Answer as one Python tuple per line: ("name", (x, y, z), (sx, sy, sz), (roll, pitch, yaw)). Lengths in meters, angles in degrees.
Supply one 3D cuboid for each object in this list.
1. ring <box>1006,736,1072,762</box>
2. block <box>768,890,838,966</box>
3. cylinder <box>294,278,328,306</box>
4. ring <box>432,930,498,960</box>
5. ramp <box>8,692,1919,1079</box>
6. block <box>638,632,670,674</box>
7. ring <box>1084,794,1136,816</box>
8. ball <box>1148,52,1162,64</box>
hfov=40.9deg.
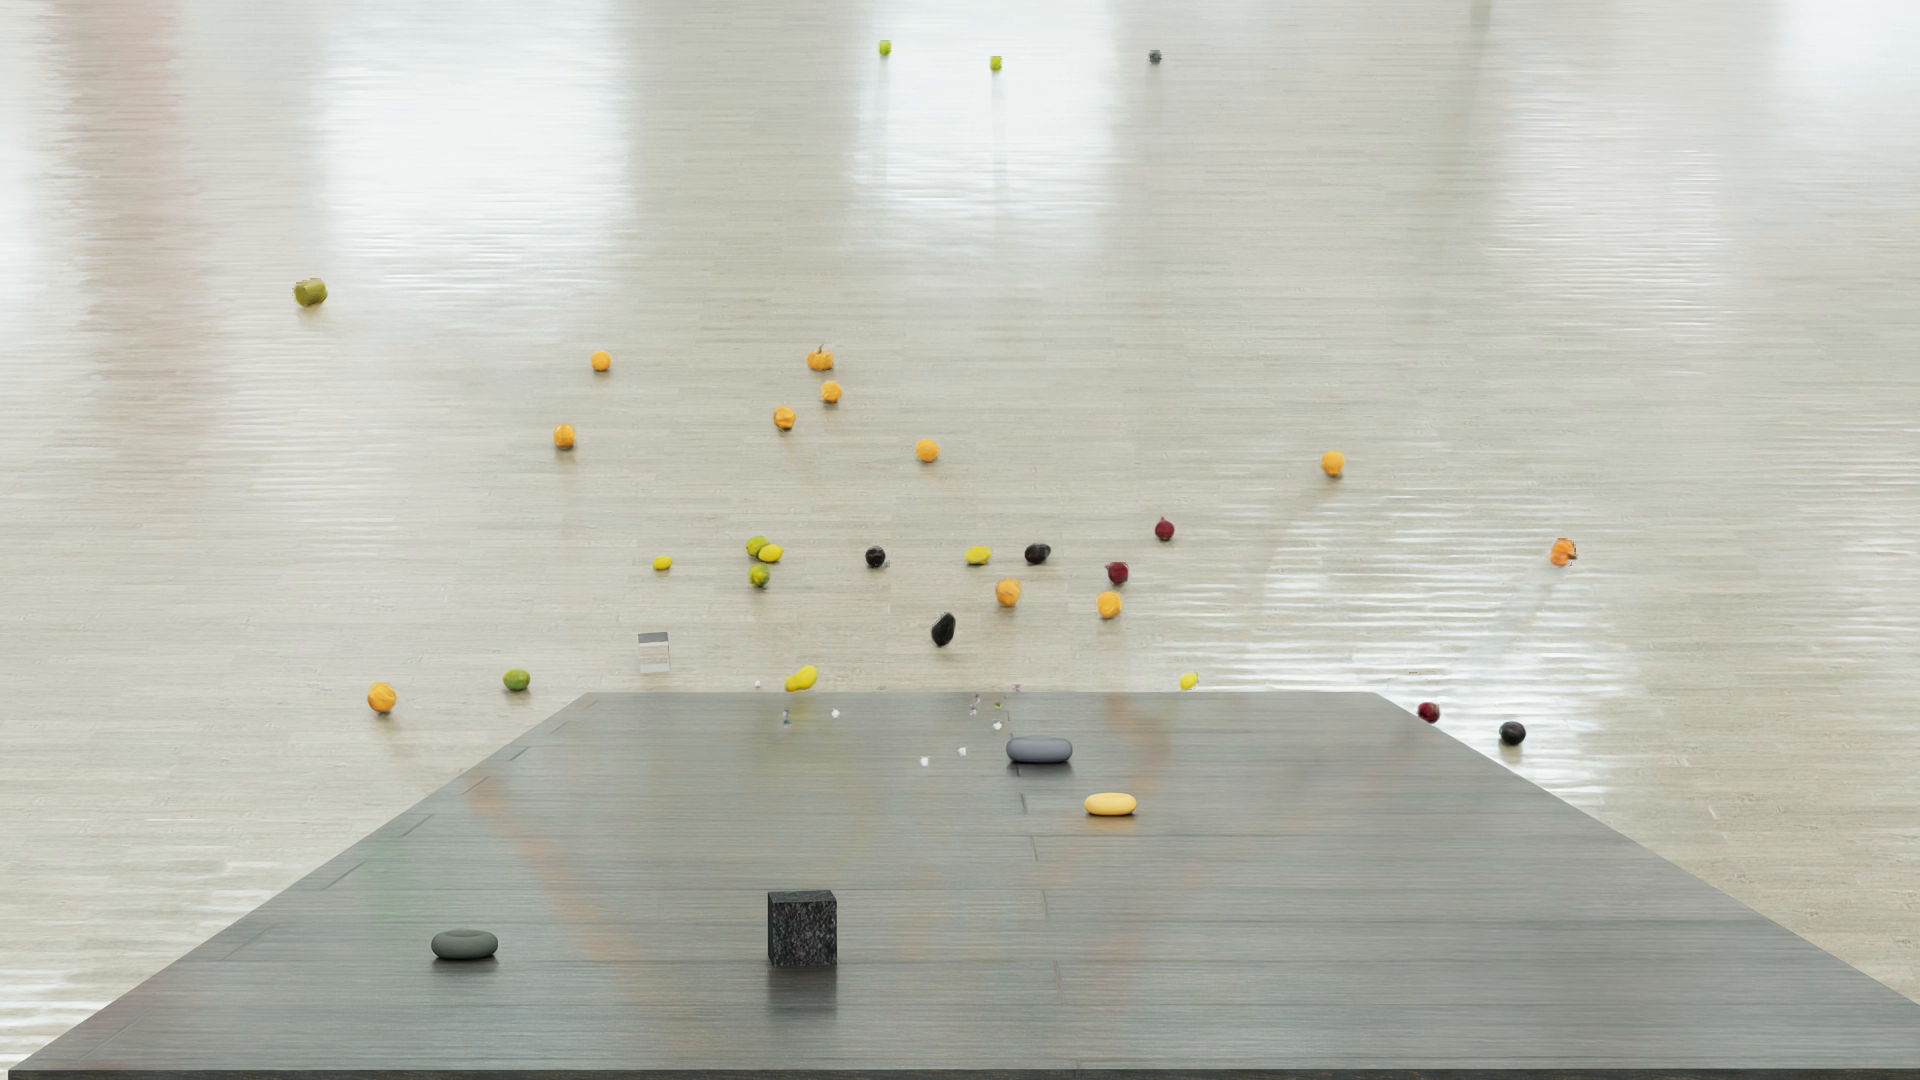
("ring", (0.157, 0.414, 5.095), (0.133, 0.044, 0.133), (1, 1, 0))
("block", (-0.190, 0.467, 3.100), (0.076, 0.076, 0.076), (0, 2, -9))
("cylinder", (-2.402, -0.915, 9.535), (0.085, 0.085, 0.085), (20, 31, 37))
("ring", (-0.601, 0.491, 3.127), (0.080, 0.027, 0.080), (1, 1, 0))
("ramp", (0.056, 0.505, 4.549), (2.000, 0.100, 4.000), (0, 2, 0))
("block", (-0.816, 0.300, 6.866), (0.078, 0.078, 0.078), (-4, 25, -8))
("ring", (0.255, 0.447, 4.358), (0.088, 0.029, 0.088), (-1, 3, 0))
("ball", (0.974, -2.406, 12.864), (0.062, 0.062, 0.062), (0, 24, 0))
